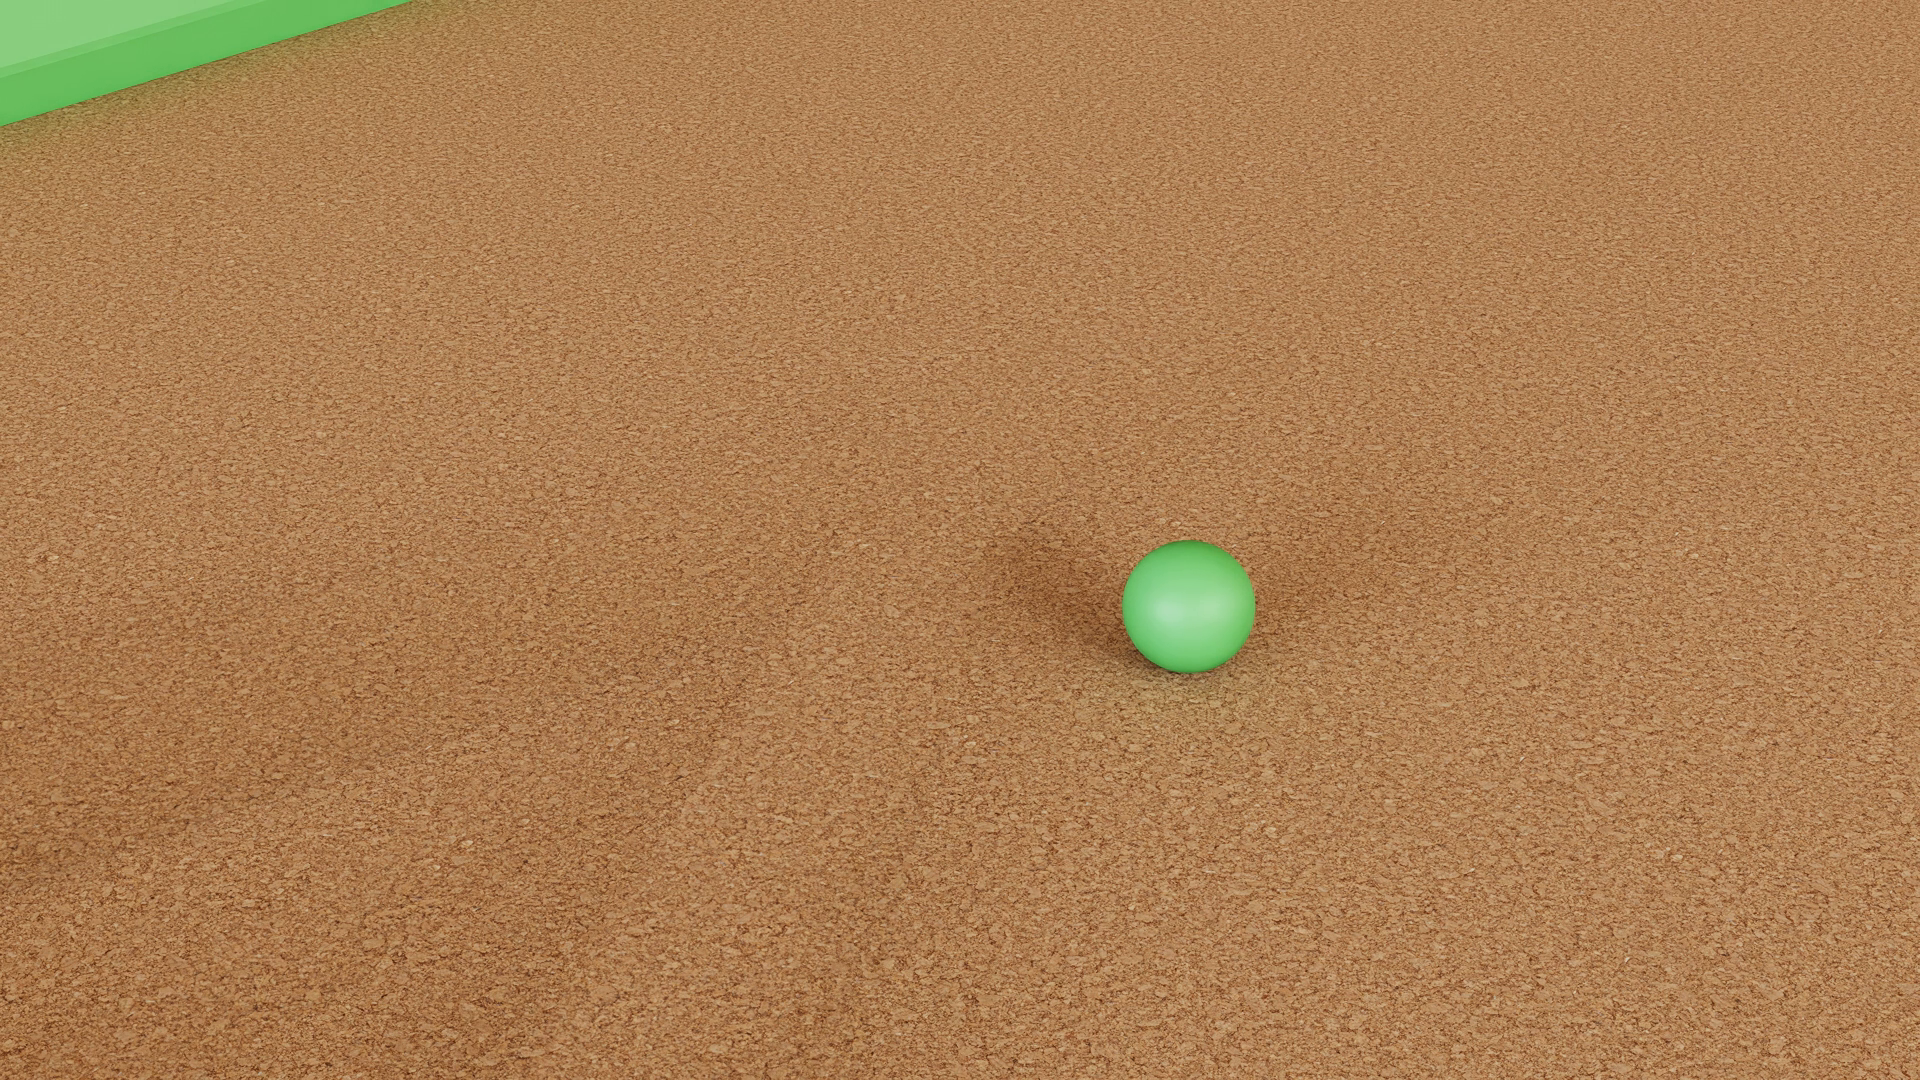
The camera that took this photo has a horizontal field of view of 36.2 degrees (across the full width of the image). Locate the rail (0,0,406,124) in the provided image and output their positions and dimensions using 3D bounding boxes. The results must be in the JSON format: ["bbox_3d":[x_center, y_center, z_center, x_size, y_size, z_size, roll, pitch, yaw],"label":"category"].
[{"bbox_3d":[-0.263,-0.712,3.078,0.045,0.120,4.218,19,32,33],"label":"rail"}]

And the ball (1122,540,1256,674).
[{"bbox_3d":[0.128,0.037,1.642,0.074,0.074,0.074,0,27,0],"label":"ball"}]
